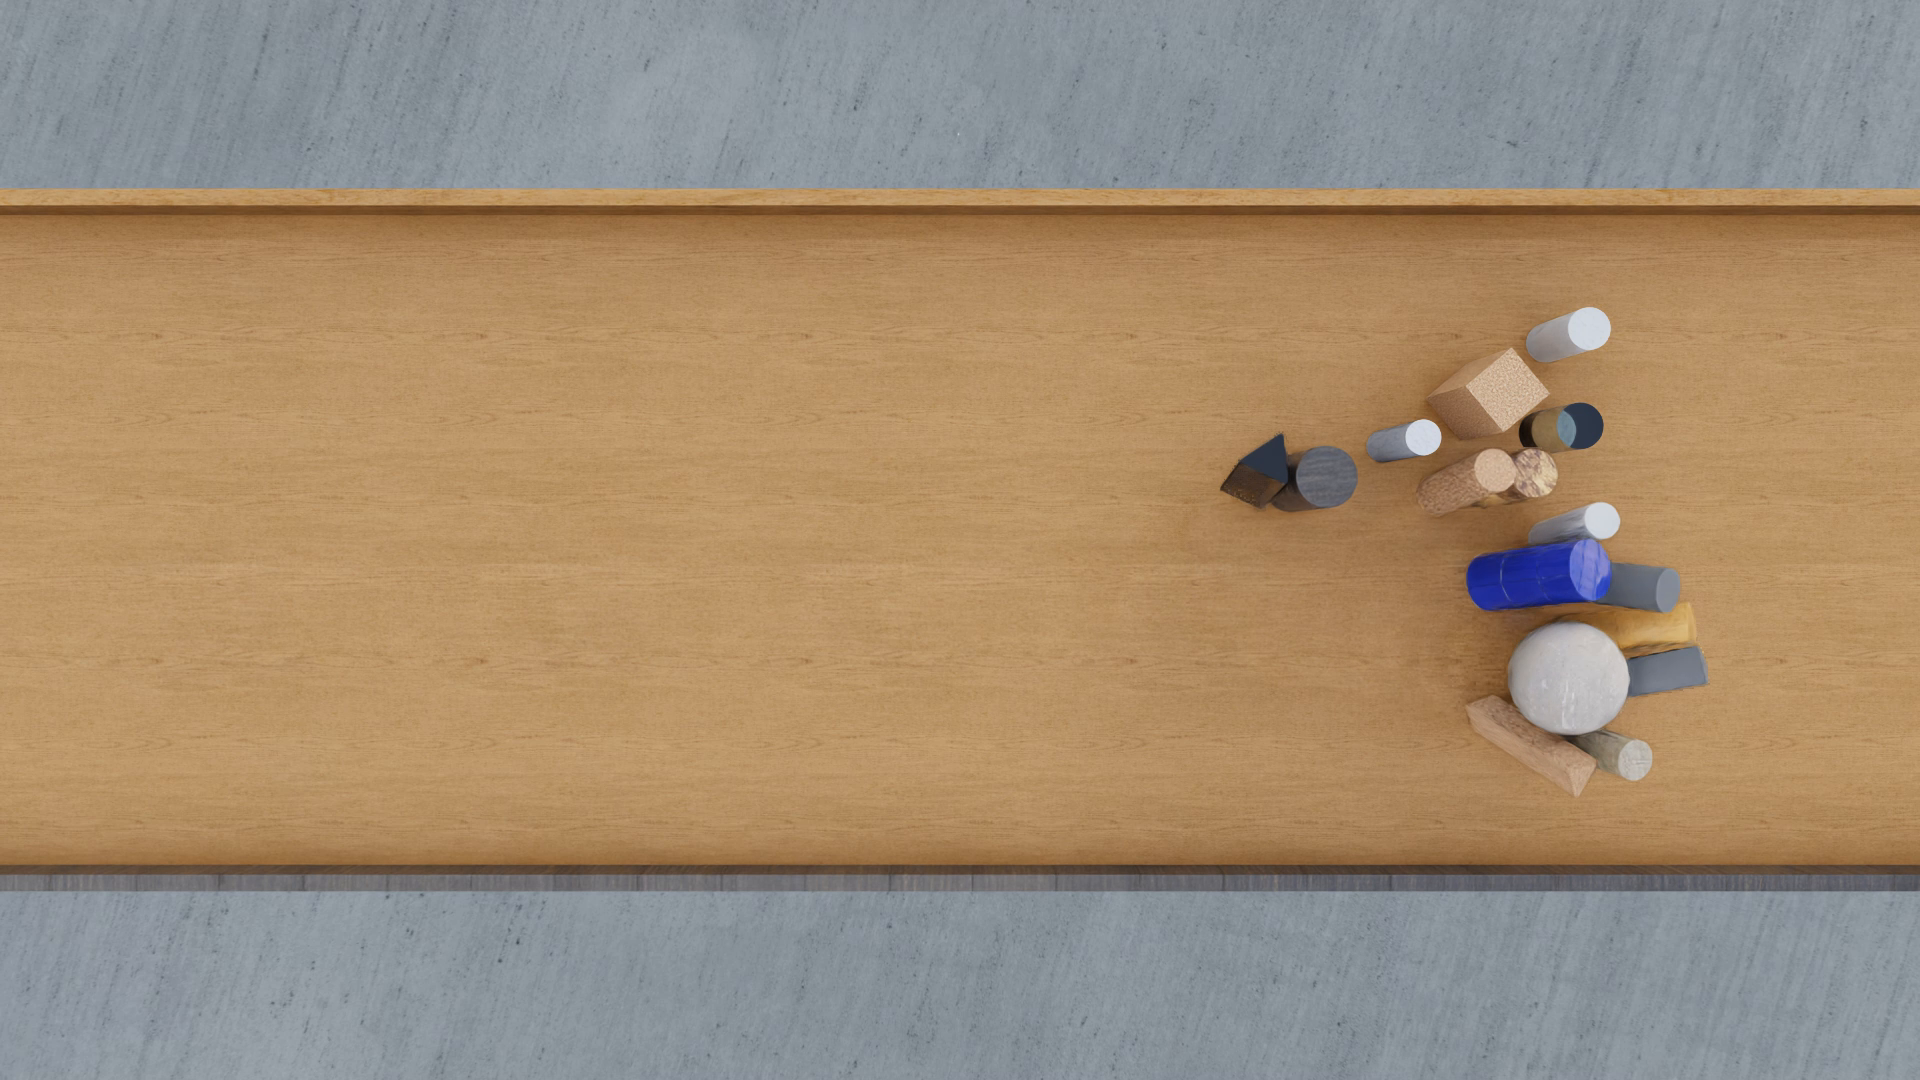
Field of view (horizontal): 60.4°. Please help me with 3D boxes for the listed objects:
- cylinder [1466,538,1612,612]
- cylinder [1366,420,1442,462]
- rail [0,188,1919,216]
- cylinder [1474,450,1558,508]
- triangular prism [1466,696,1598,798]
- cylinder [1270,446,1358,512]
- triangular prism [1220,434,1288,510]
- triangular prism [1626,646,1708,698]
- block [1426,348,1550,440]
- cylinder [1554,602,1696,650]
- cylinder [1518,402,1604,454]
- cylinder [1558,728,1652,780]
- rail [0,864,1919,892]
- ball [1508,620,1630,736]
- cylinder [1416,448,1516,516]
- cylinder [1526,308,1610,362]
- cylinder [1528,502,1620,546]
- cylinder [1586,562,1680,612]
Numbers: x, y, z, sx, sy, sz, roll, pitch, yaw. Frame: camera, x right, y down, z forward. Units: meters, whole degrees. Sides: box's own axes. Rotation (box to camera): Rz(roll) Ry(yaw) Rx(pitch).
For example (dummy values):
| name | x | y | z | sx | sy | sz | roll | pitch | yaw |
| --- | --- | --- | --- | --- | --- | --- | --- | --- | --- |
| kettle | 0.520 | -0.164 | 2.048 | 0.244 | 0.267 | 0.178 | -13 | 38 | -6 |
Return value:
| name | x | y | z | sx | sy | sz | roll | pitch | yaw |
| --- | --- | --- | --- | --- | --- | --- | --- | --- | --- |
| cylinder | 1.703 | 0.107 | 4.868 | 0.177 | 0.381 | 0.177 | 5 | 81 | -30 |
| cylinder | 1.301 | -0.288 | 4.854 | 0.100 | 0.445 | 0.100 | 0 | 90 | 0 |
| rail | -2.247 | -1.025 | 5.002 | 12.000 | 0.150 | 0.050 | 0 | 90 | 0 |
| cylinder | 1.633 | -0.181 | 4.912 | 0.142 | 0.308 | 0.142 | 1 | 85 | -10 |
| triangular prism | 1.701 | 0.591 | 4.898 | 0.107 | 0.394 | 0.124 | -40 | 131 | -10 |
| cylinder | 1.025 | -0.176 | 4.856 | 0.175 | 0.434 | 0.175 | 0 | 89 | -2 |
| triangular prism | 0.890 | -0.214 | 4.875 | 0.146 | 0.390 | 0.126 | 26 | 81 | 5 |
| triangular prism | 1.971 | 0.427 | 4.907 | 0.456 | 0.111 | 0.096 | -15 | 52 | 27 |
| block | 1.552 | -0.425 | 4.875 | 0.171 | 0.404 | 0.171 | -40 | 90 | 0 |
| cylinder | 1.982 | 0.265 | 4.922 | 0.372 | 0.120 | 0.120 | -10 | 90 | 33 |
| cylinder | 1.787 | -0.329 | 4.915 | 0.135 | 0.324 | 0.135 | 0 | 90 | 0 |
| cylinder | 1.870 | 0.608 | 4.881 | 0.118 | 0.372 | 0.118 | -2 | 97 | -17 |
| rail | -2.247 | 1.025 | 5.001 | 12.000 | 0.150 | 0.050 | 0 | 90 | 0 |
| ball | 1.768 | 0.402 | 4.798 | 0.333 | 0.333 | 0.333 | 0 | 90 | 0 |
| cylinder | 1.495 | -0.168 | 4.888 | 0.127 | 0.357 | 0.127 | 2 | 79 | -11 |
| cylinder | 1.803 | -0.606 | 4.901 | 0.122 | 0.351 | 0.122 | 0 | 90 | 0 |
| cylinder | 1.817 | -0.030 | 4.895 | 0.106 | 0.349 | 0.106 | 1 | 81 | -7 |
| cylinder | 1.905 | 0.127 | 4.880 | 0.129 | 0.399 | 0.129 | -5 | 98 | -38 |
